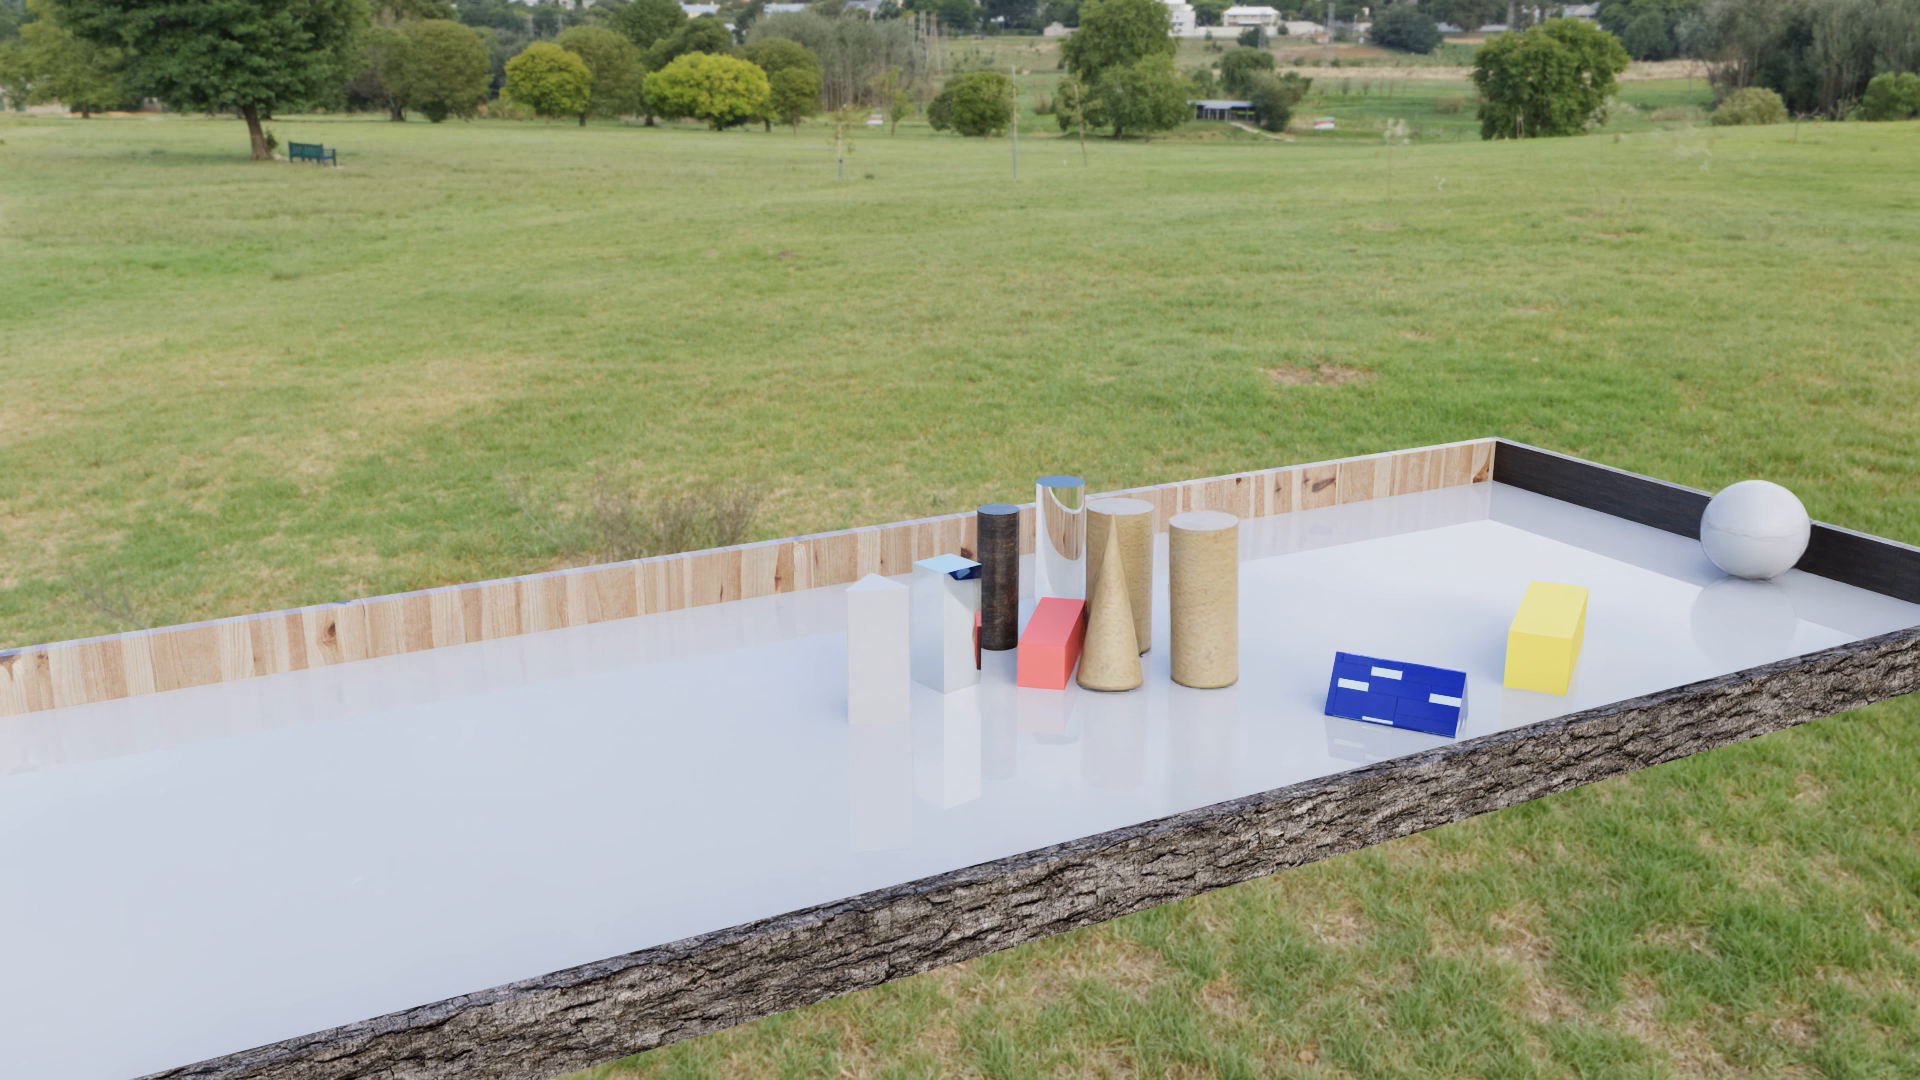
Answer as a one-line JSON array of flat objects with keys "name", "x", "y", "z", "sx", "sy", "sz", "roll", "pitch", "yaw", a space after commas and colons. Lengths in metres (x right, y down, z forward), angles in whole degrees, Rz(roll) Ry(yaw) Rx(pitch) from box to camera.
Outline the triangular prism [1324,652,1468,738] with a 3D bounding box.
[{"name": "triangular prism", "x": 1.039, "y": 0.351, "z": 3.910, "sx": 0.305, "sy": 0.133, "sz": 0.154, "roll": 8, "pitch": 18, "yaw": 26}]

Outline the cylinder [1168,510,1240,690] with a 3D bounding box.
[{"name": "cylinder", "x": 0.609, "y": 0.148, "z": 4.109, "sx": 0.171, "sy": 0.411, "sz": 0.171, "roll": -3, "pitch": 17, "yaw": 1}]

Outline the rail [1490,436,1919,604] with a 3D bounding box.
[{"name": "rail", "x": 2.466, "y": -0.048, "z": 5.253, "sx": 0.050, "sy": 0.150, "sz": 2.100, "roll": -9, "pitch": 18, "yaw": -27}]

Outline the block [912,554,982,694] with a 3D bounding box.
[{"name": "block", "x": -0.032, "y": 0.207, "z": 4.098, "sx": 0.120, "sy": 0.312, "sz": 0.120, "roll": -13, "pitch": 21, "yaw": -38}]

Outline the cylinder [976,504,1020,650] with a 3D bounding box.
[{"name": "cylinder", "x": 0.100, "y": 0.098, "z": 4.358, "sx": 0.111, "sy": 0.374, "sz": 0.111, "roll": 0, "pitch": 16, "yaw": 0}]

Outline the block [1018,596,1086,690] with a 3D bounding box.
[{"name": "block", "x": 0.239, "y": 0.262, "z": 4.253, "sx": 0.118, "sy": 0.118, "sz": 0.364, "roll": 3, "pitch": 17, "yaw": 12}]

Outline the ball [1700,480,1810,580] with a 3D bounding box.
[{"name": "ball", "x": 2.374, "y": -0.030, "z": 4.928, "sx": 0.298, "sy": 0.298, "sz": 0.298, "roll": 0, "pitch": 16, "yaw": 0}]

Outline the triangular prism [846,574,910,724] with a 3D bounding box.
[{"name": "triangular prism", "x": -0.200, "y": 0.254, "z": 3.905, "sx": 0.147, "sy": 0.330, "sz": 0.127, "roll": -3, "pitch": 17, "yaw": -9}]

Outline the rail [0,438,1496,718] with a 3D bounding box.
[{"name": "rail", "x": -3.305, "y": 0.497, "z": 3.399, "sx": 12.000, "sy": 0.150, "sz": 0.050, "roll": -9, "pitch": 18, "yaw": -27}]

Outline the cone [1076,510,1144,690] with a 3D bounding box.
[{"name": "cone", "x": 0.375, "y": 0.139, "z": 4.092, "sx": 0.170, "sy": 0.436, "sz": 0.170, "roll": 0, "pitch": 13, "yaw": 0}]

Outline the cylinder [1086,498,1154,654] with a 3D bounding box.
[{"name": "cylinder", "x": 0.420, "y": 0.096, "z": 4.348, "sx": 0.176, "sy": 0.381, "sz": 0.176, "roll": -1, "pitch": 16, "yaw": 0}]

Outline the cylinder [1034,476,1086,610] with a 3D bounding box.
[{"name": "cylinder", "x": 0.278, "y": 0.021, "z": 4.607, "sx": 0.136, "sy": 0.381, "sz": 0.136, "roll": 0, "pitch": 16, "yaw": 0}]

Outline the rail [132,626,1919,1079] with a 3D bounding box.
[{"name": "rail", "x": -2.336, "y": 1.006, "z": 1.665, "sx": 12.000, "sy": 0.150, "sz": 0.050, "roll": -9, "pitch": 18, "yaw": -27}]

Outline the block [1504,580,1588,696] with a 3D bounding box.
[{"name": "block", "x": 1.517, "y": 0.246, "z": 4.257, "sx": 0.148, "sy": 0.148, "sz": 0.450, "roll": 8, "pitch": 18, "yaw": 24}]
